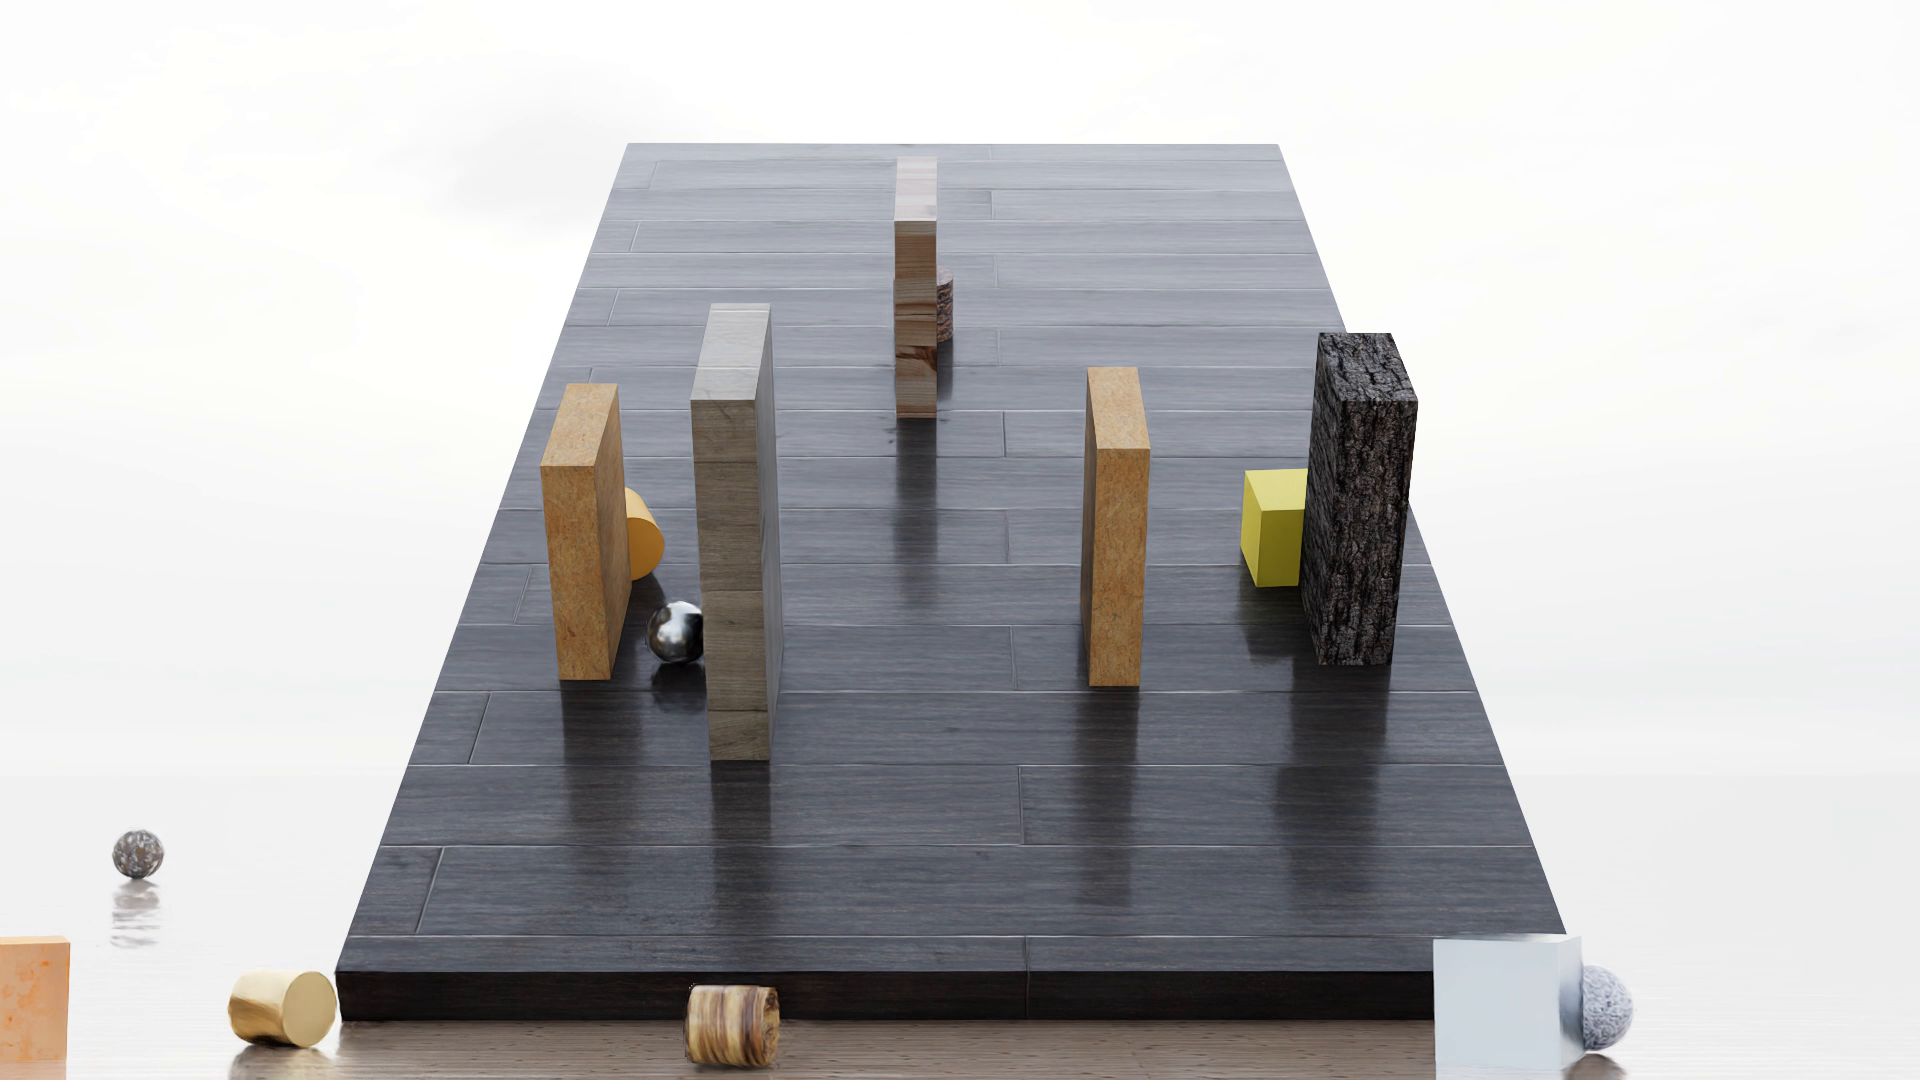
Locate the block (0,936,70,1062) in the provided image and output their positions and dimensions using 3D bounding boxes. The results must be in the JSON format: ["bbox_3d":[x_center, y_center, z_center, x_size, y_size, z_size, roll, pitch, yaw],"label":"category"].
[{"bbox_3d":[-1.363,0.653,3.414,0.162,0.162,0.162,2,-6,-24],"label":"block"}]

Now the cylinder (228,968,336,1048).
[{"bbox_3d":[-1.001,0.691,3.539,0.110,0.110,0.110,-4,-7,31],"label":"cylinder"}]

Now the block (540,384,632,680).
[{"bbox_3d":[-0.723,-0.020,4.663,0.098,0.461,0.360,0,29,0],"label":"block"}]

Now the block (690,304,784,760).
[{"bbox_3d":[-0.401,-0.016,4.380,0.108,0.727,0.414,0,29,0],"label":"block"}]

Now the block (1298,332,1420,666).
[{"bbox_3d":[0.771,-0.081,4.671,0.142,0.568,0.314,0,29,0],"label":"block"}]

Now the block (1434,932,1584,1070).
[{"bbox_3d":[0.772,0.644,3.361,0.171,0.171,0.171,-3,-6,25],"label":"block"}]

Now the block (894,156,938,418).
[{"bbox_3d":[-0.103,-0.607,5.712,0.095,0.493,0.430,0,29,0],"label":"block"}]

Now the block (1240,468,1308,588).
[{"bbox_3d":[0.693,-0.027,4.980,0.179,0.179,0.179,-2,29,-4],"label":"block"}]

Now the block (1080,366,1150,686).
[{"bbox_3d":[0.297,-0.029,4.636,0.097,0.508,0.359,0,29,0],"label":"block"}]

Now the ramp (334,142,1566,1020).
[{"bbox_3d":[-0.012,-0.220,5.622,2.000,0.100,4.000,0,29,0],"label":"ramp"}]

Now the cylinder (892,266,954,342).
[{"bbox_3d":[-0.093,-0.596,6.049,0.153,0.153,0.153,0,29,0],"label":"cylinder"}]

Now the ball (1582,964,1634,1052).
[{"bbox_3d":[0.909,0.674,3.457,0.125,0.125,0.125,0,-5,0],"label":"ball"}]

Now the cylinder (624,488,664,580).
[{"bbox_3d":[-0.706,-0.013,4.979,0.148,0.148,0.148,2,26,-24],"label":"cylinder"}]

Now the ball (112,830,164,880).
[{"bbox_3d":[-3.046,1.164,8.875,0.184,0.184,0.184,0,-5,0],"label":"ball"}]

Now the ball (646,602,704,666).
[{"bbox_3d":[-0.545,0.181,4.646,0.124,0.124,0.124,0,-5,0],"label":"ball"}]
